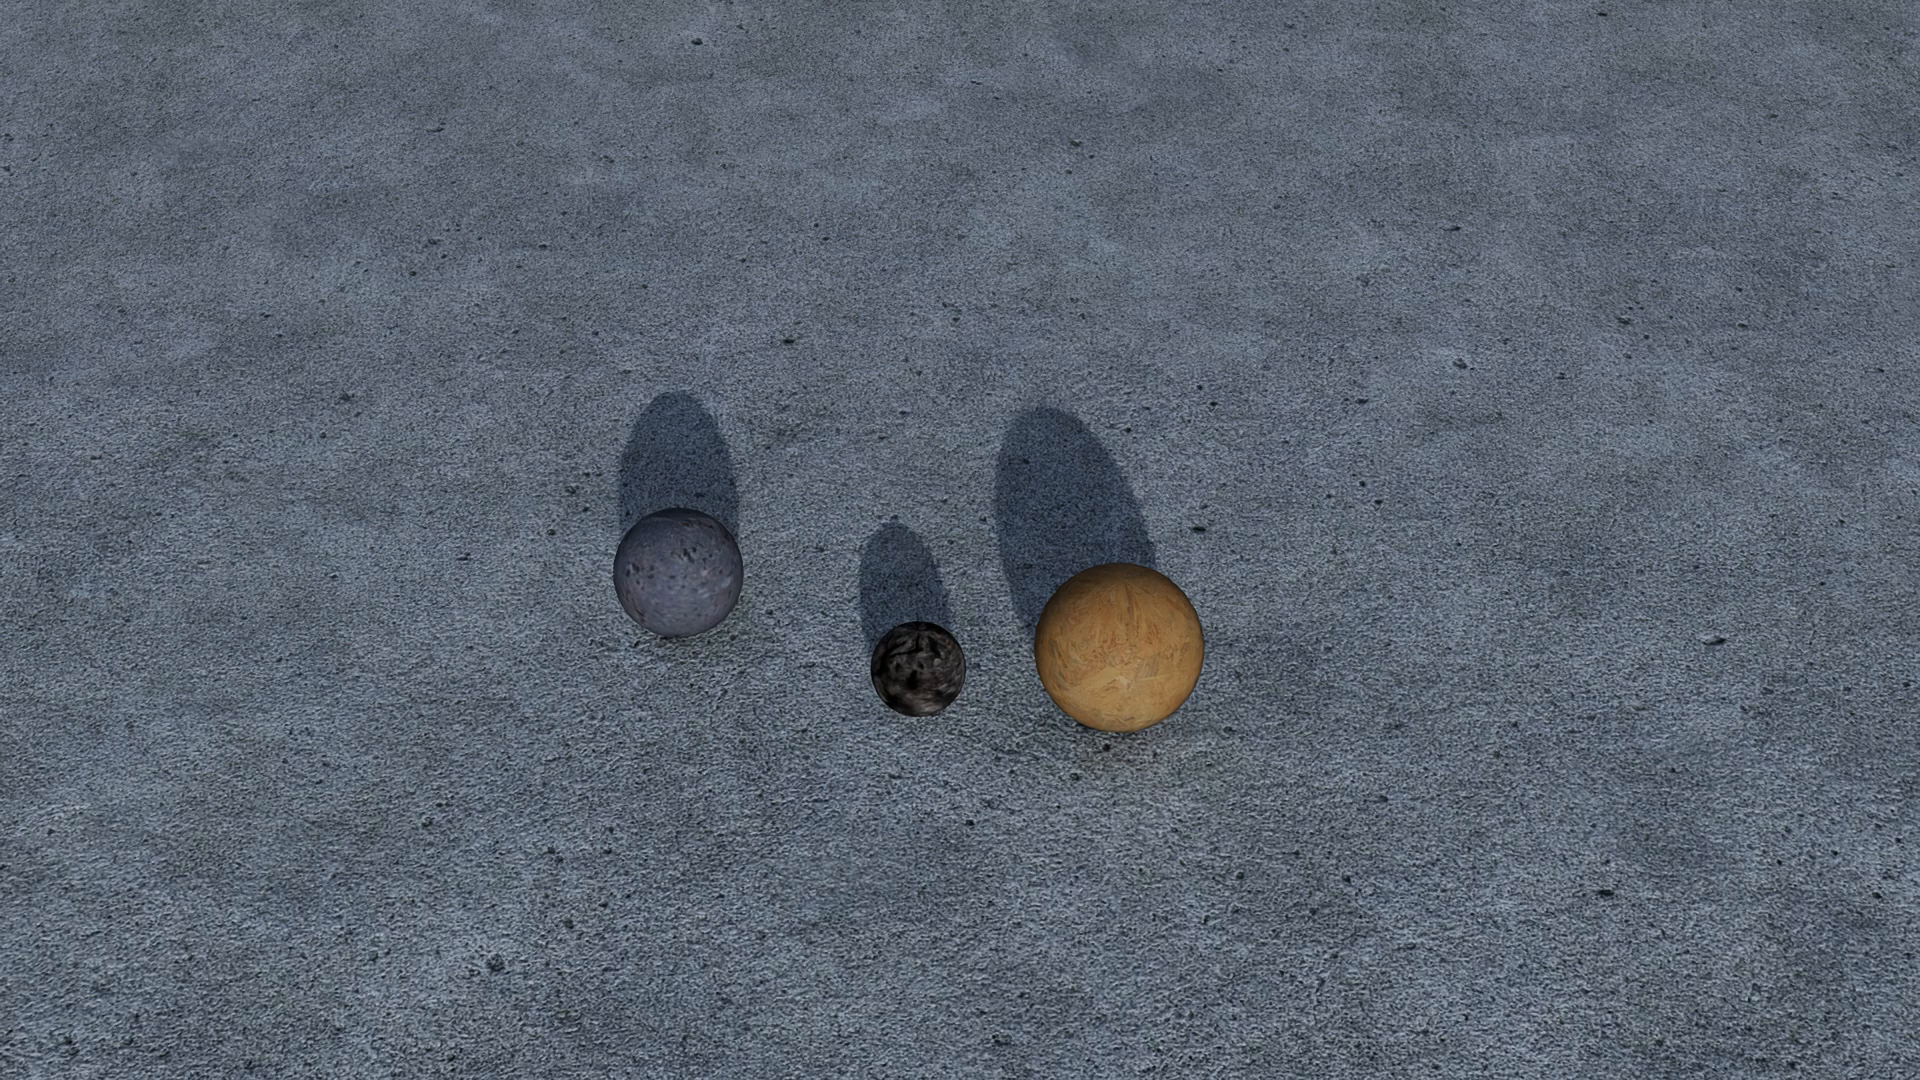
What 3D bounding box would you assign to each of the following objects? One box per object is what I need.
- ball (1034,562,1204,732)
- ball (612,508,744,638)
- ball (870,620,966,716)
[{"bbox_3d":[0.087,0.059,1.402,0.093,0.093,0.093,0,37,0],"label":"ball"},{"bbox_3d":[-0.161,0.019,1.470,0.075,0.075,0.075,0,37,0],"label":"ball"},{"bbox_3d":[-0.023,0.071,1.418,0.053,0.053,0.053,0,37,0],"label":"ball"}]
